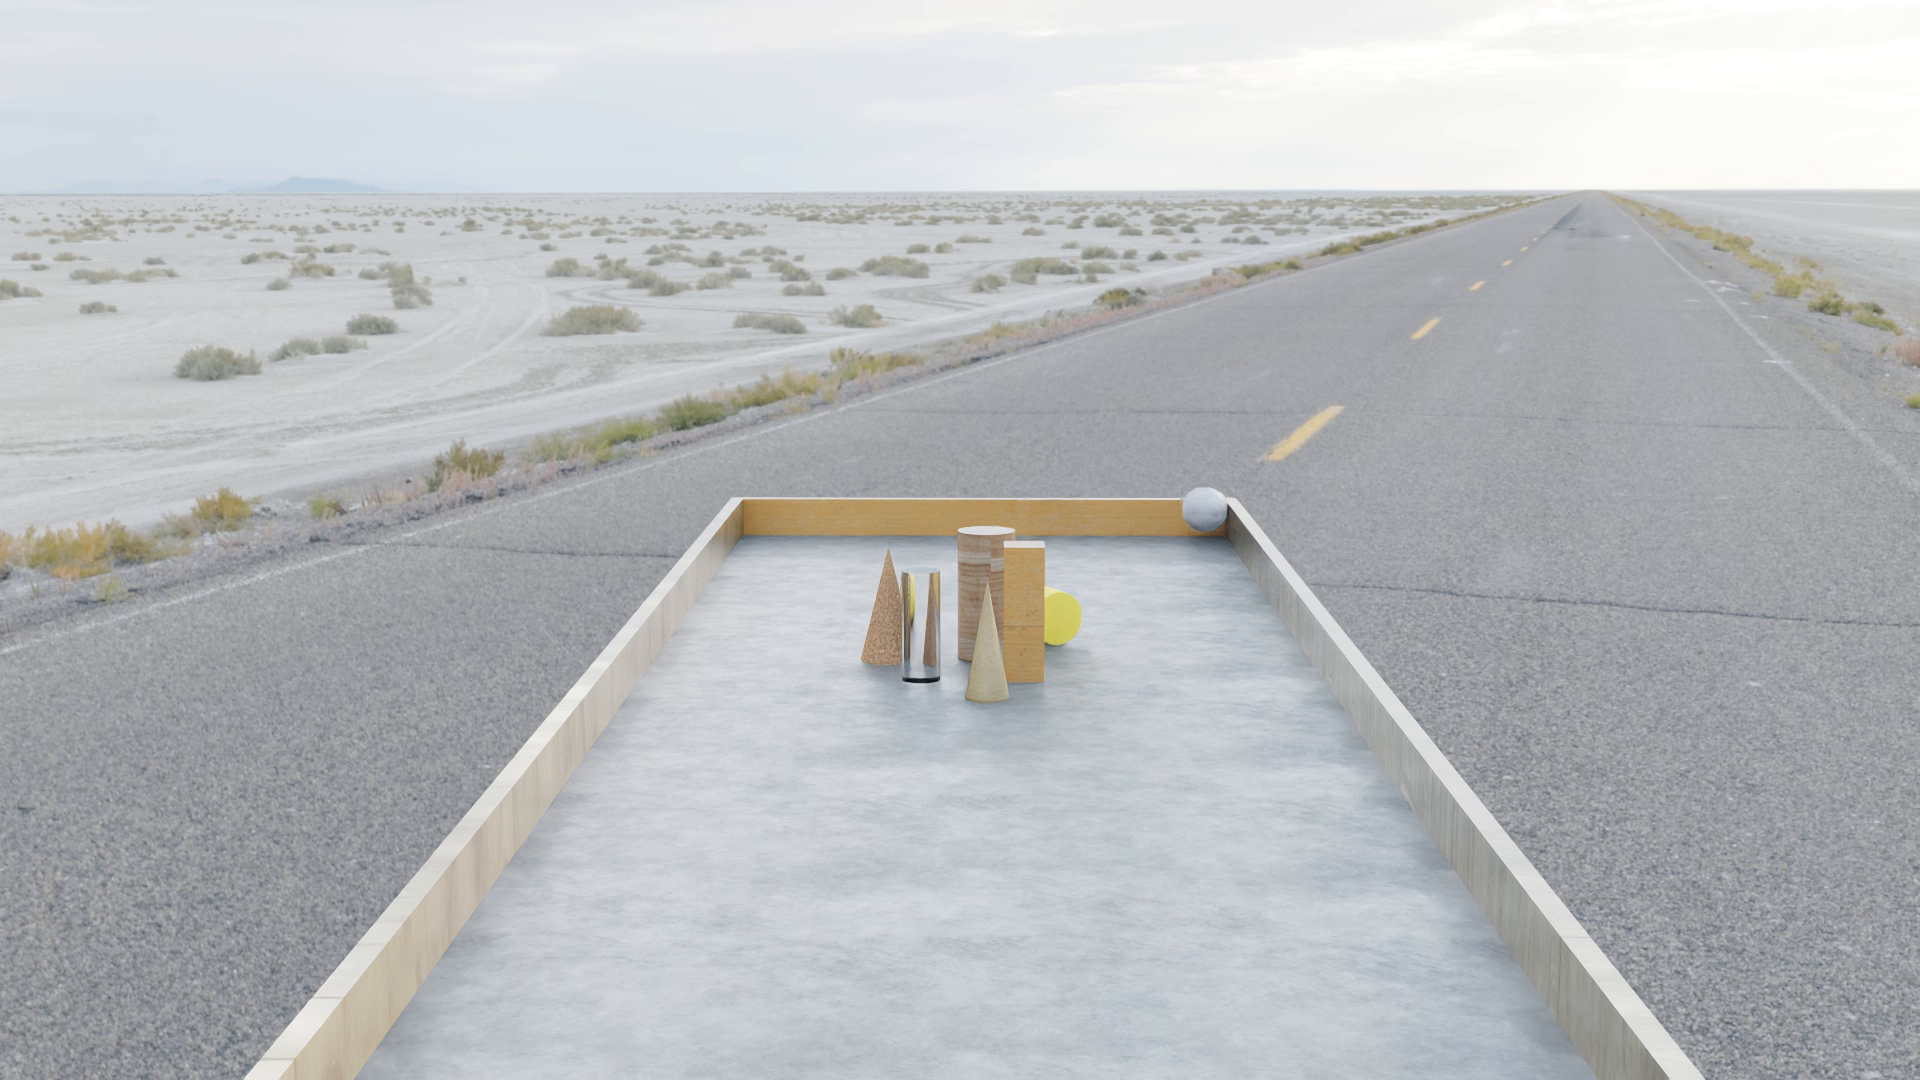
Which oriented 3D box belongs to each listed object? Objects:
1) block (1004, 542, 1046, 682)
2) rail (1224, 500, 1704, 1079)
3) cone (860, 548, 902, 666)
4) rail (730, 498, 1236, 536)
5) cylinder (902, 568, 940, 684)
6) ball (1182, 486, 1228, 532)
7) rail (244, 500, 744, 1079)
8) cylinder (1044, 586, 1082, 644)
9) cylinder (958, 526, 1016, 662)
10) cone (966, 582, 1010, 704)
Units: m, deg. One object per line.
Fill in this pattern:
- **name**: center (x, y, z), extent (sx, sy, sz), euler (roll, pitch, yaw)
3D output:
- **block**: center (0.187, 0.208, 6.430), extent (0.118, 0.396, 0.118), euler (0, 9, 1)
- **rail**: center (1.046, 0.843, 3.208), extent (0.050, 0.150, 12.000), euler (0, 9, 1)
- **cone**: center (-0.216, 0.191, 6.684), extent (0.173, 0.350, 0.173), euler (0, 9, 0)
- **rail**: center (0.099, -0.098, 9.147), extent (2.100, 0.150, 0.050), euler (0, 9, 1)
- **cylinder**: center (-0.114, 0.248, 6.412), extent (0.114, 0.323, 0.114), euler (0, 9, 0)
- **ball**: center (1.003, -0.126, 9.011), extent (0.186, 0.186, 0.186), euler (0, 9, 0)
- **rail**: center (-1.004, 0.839, 3.234), extent (0.050, 0.150, 12.000), euler (0, 9, 1)
- **cylinder**: center (0.216, 0.216, 7.107), extent (0.168, 0.168, 0.436), euler (-4, 10, -25)
- **cylinder**: center (0.080, 0.165, 6.707), extent (0.175, 0.394, 0.175), euler (0, 9, 0)
- **cone**: center (0.077, 0.278, 6.172), extent (0.126, 0.340, 0.126), euler (0, 9, 0)
